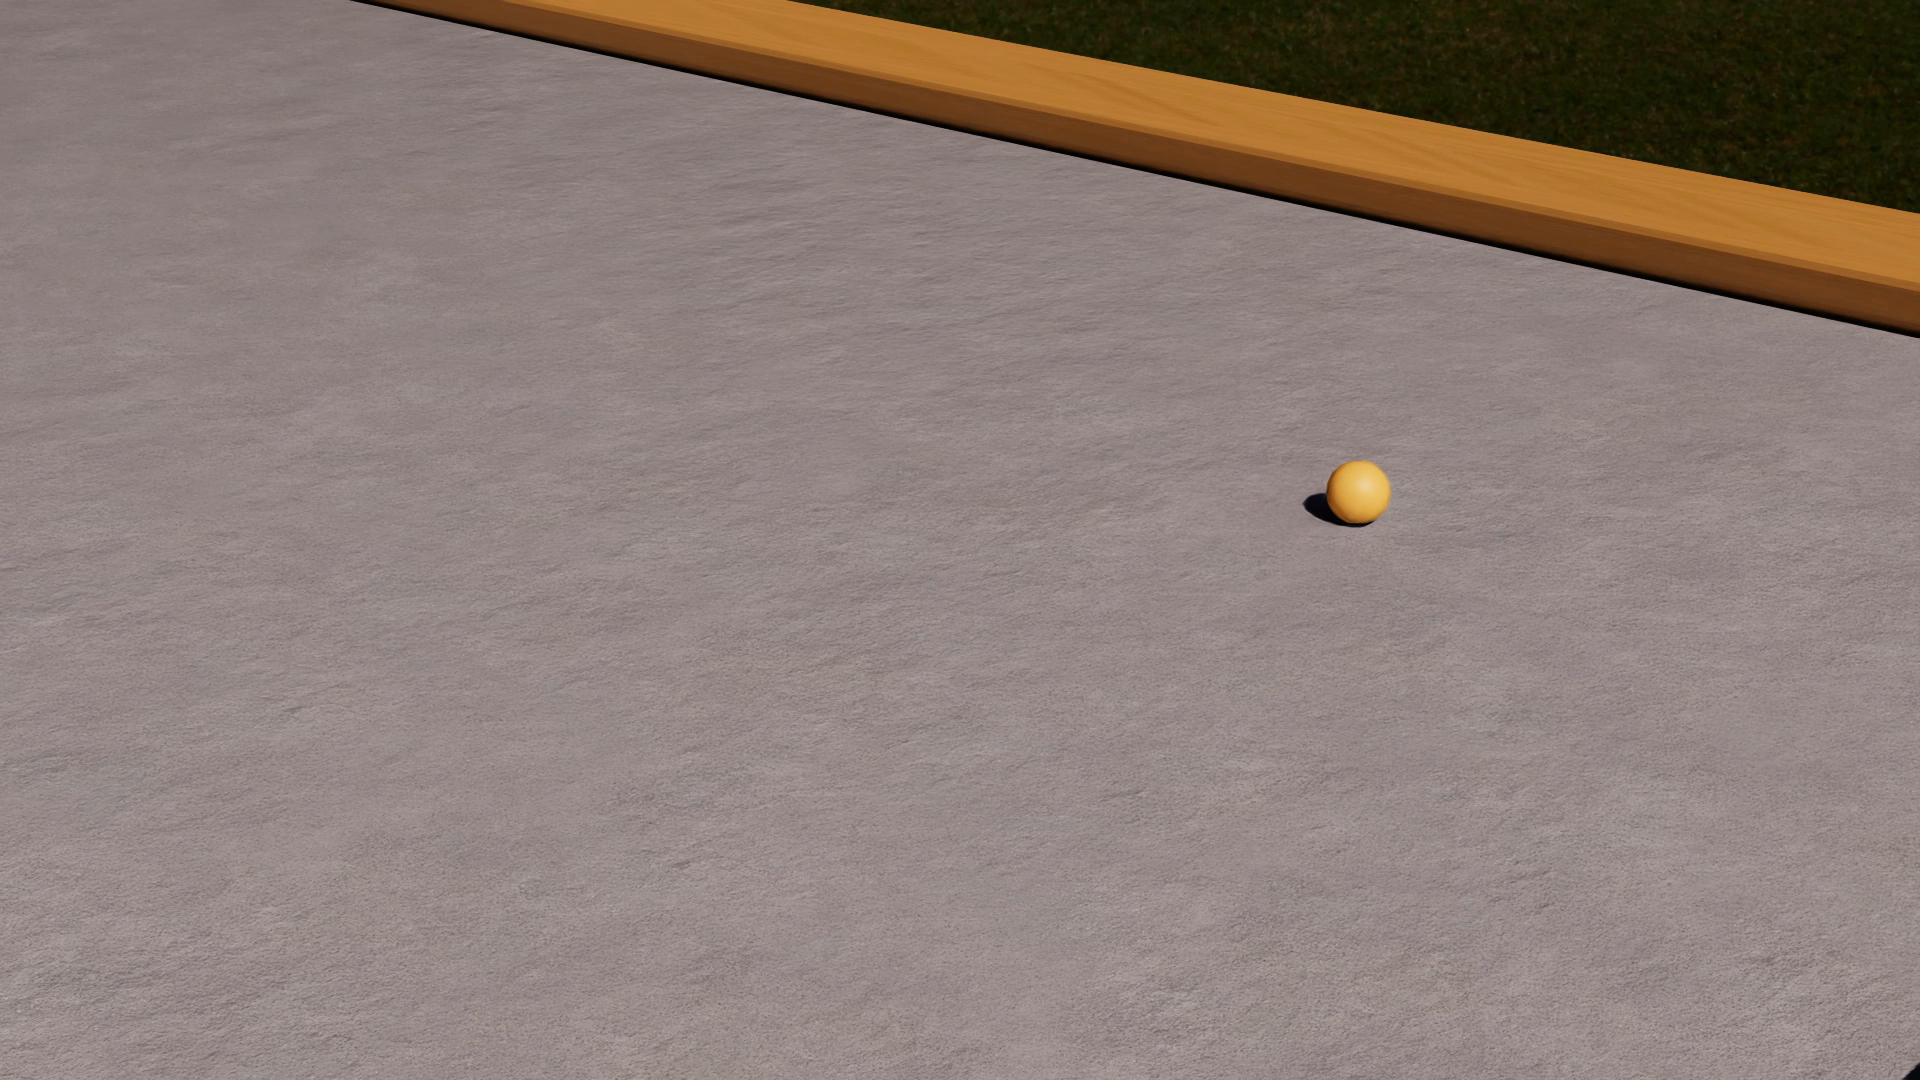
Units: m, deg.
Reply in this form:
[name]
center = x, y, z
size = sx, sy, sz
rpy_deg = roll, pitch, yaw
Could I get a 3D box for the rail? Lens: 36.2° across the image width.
[rail]
center = -0.064, -0.626, 3.975
size = 4.352, 0.129, 0.045
rpy_deg = 18, 28, 37

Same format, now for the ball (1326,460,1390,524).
[ball]
center = 0.357, -0.043, 2.638
size = 0.057, 0.057, 0.057
rpy_deg = 0, 22, 0
